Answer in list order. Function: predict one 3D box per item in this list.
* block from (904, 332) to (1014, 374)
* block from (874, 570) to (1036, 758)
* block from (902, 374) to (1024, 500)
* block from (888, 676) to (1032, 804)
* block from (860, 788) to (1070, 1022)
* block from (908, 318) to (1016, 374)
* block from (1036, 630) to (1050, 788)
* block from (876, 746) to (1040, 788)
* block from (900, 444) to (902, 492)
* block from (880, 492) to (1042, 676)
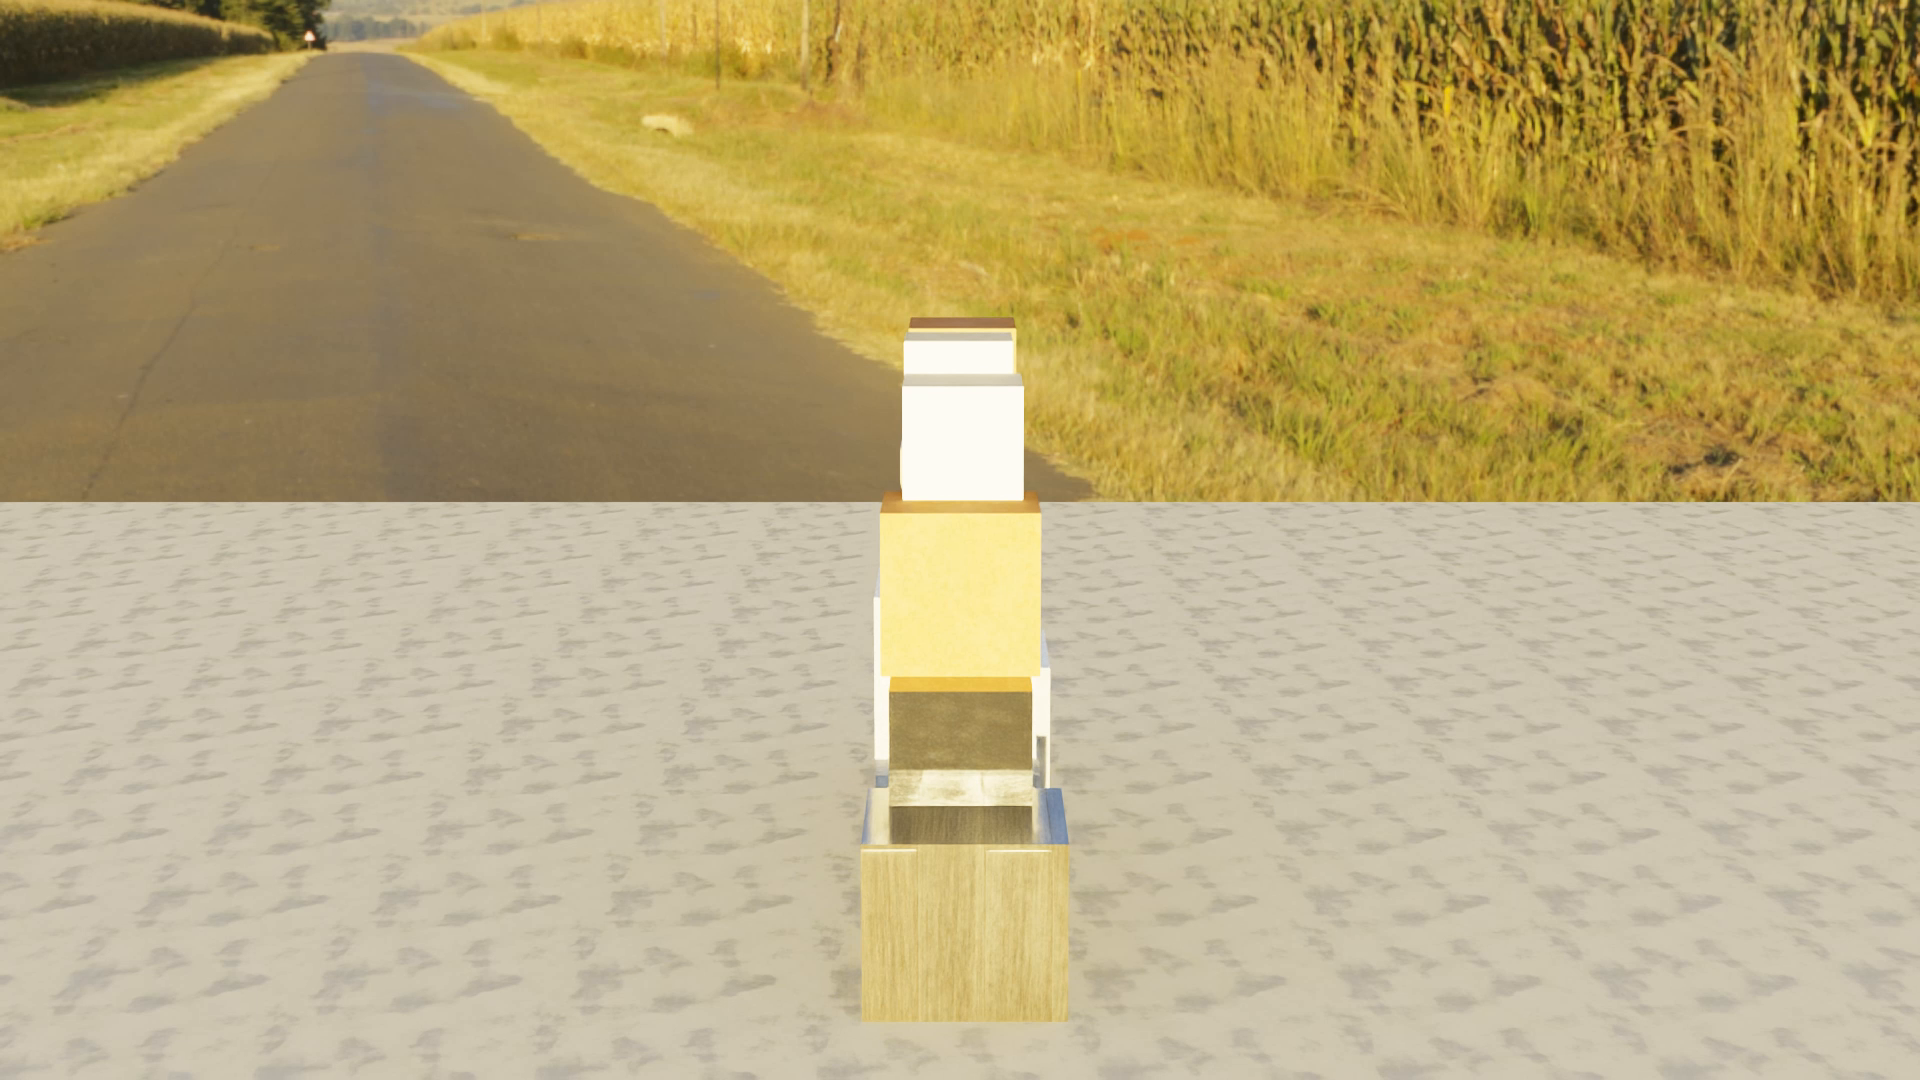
[{"bbox_3d":[-0.006,-0.636,11.062,0.460,0.483,0.409,0,10,0],"label":"block"},{"bbox_3d":[-0.019,0.533,11.245,0.689,0.701,0.665,0,10,0],"label":"block"},{"bbox_3d":[0.012,-0.432,10.635,0.489,0.464,0.502,0,10,0],"label":"block"},{"bbox_3d":[0.003,0.769,10.211,0.558,0.453,0.507,0,9,0],"label":"block"},{"bbox_3d":[0.019,1.399,9.939,0.771,0.691,0.765,0,10,0],"label":"block"},{"bbox_3d":[0.010,-0.727,11.522,0.470,0.498,0.527,0,10,0],"label":"block"},{"bbox_3d":[0.019,0.916,12.239,0.789,0.818,0.827,0,10,0],"label":"block"},{"bbox_3d":[-0.009,1.232,11.076,0.689,0.613,0.592,0,10,0],"label":"block"},{"bbox_3d":[0.003,-0.179,11.430,0.524,0.547,0.562,0,10,0],"label":"block"},{"bbox_3d":[0.002,0.171,10.434,0.634,0.656,0.600,0,9,0],"label":"block"}]
